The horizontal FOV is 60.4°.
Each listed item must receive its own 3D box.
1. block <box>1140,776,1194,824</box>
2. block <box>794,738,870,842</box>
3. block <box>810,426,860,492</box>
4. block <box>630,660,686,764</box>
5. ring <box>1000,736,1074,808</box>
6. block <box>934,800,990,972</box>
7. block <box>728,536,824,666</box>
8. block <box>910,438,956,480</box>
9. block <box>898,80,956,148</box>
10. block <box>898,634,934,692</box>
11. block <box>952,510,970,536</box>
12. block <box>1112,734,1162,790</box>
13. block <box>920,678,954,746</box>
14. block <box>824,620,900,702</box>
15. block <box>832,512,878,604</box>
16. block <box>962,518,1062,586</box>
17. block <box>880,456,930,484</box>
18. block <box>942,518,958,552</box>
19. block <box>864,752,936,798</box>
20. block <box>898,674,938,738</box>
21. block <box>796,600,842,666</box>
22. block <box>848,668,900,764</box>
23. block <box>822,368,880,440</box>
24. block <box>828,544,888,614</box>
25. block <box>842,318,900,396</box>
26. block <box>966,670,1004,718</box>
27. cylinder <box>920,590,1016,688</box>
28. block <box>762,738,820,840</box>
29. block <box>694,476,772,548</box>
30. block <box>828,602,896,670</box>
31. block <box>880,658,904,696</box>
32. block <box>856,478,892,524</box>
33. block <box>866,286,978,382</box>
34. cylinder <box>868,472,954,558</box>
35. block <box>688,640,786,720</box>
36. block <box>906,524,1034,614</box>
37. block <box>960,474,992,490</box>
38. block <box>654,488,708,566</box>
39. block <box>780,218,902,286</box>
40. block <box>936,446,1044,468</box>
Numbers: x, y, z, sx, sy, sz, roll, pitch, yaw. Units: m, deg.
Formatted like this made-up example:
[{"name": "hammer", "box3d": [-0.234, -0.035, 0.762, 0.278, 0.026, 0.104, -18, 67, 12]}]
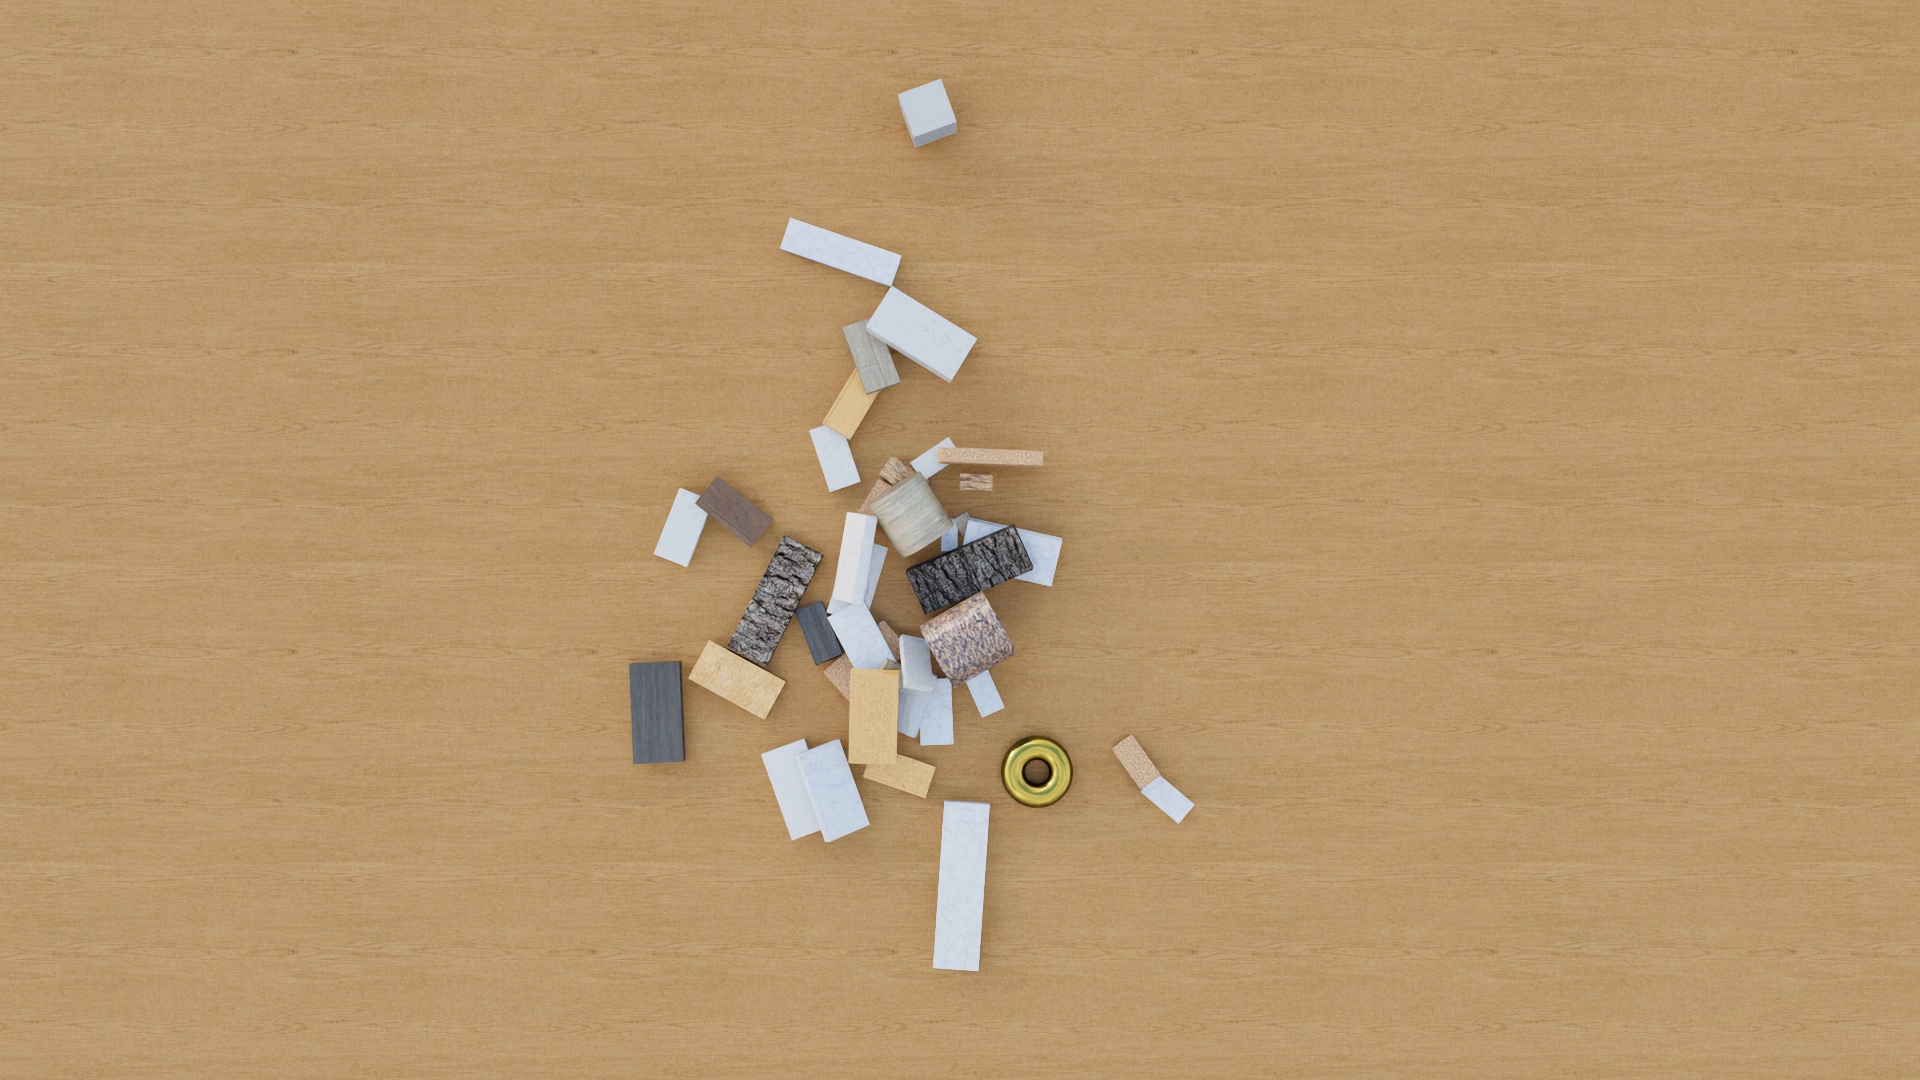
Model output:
[{"name": "block", "box3d": [0.689, 0.857, 5.488, 0.166, 0.023, 0.083, 40, 90, 0]}, {"name": "block", "box3d": [-0.422, 0.827, 5.449, 0.151, 0.043, 0.301, -20, 90, -25]}, {"name": "block", "box3d": [-0.415, -0.278, 5.485, 0.108, 0.030, 0.215, -19, 90, 0]}, {"name": "block", "box3d": [-1.005, 0.572, 5.477, 0.166, 0.047, 0.331, -2, 90, 0]}, {"name": "ring", "box3d": [0.255, 0.768, 5.461, 0.240, 0.080, 0.240, 0, 90, 1]}, {"name": "block", "box3d": [0.005, 1.146, 5.479, 0.151, 0.043, 0.551, 4, 90, 0]}, {"name": "block", "box3d": [-0.613, 0.202, 5.480, 0.144, 0.041, 0.415, 27, 90, 0]}, {"name": "block", "box3d": [-0.081, -0.268, 5.489, 0.153, 0.022, 0.076, -34, 90, 0]}, {"name": "block", "box3d": [-0.106, -1.402, 5.426, 0.148, 0.148, 0.148, -20, 90, 0]}, {"name": "block", "box3d": [-0.144, 0.404, 5.412, 0.096, 0.027, 0.193, 13, 48, -24]}, {"name": "block", "box3d": [0.027, -0.037, 5.478, 0.054, 0.015, 0.109, -29, 102, 6]}, {"name": "block", "box3d": [0.585, 0.737, 5.475, 0.083, 0.023, 0.166, -36, 81, 0]}, {"name": "block", "box3d": [-0.080, 0.570, 5.485, 0.109, 0.031, 0.219, -2, 90, 0]}, {"name": "block", "box3d": [-0.310, 0.401, 5.481, 0.264, 0.037, 0.132, -41, 90, 0]}, {"name": "block", "box3d": [-0.344, 0.059, 5.390, 0.041, 0.144, 0.289, 10, 90, -30]}, {"name": "block", "box3d": [0.166, 0.039, 5.458, 0.316, 0.045, 0.158, 13, 105, 0]}, {"name": "block", "box3d": [-0.185, -0.206, 5.476, 0.153, 0.022, 0.076, 35, 111, 0]}, {"name": "block", "box3d": [-0.035, -0.017, 5.492, 0.054, 0.015, 0.109, 1, 90, 0]}, {"name": "block", "box3d": [-0.201, 0.769, 5.485, 0.219, 0.031, 0.109, 19, 90, 0]}, {"name": "block", "box3d": [-0.162, 0.532, 5.460, 0.109, 0.031, 0.219, 20, 96, 15]}, {"name": "block", "box3d": [-0.467, 0.308, 5.468, 0.096, 0.027, 0.193, -22, 79, 0]}, {"name": "block", "box3d": [-0.282, 0.579, 5.403, 0.158, 0.045, 0.316, 2, 106, 0]}, {"name": "block", "box3d": [-0.355, -0.450, 5.466, 0.108, 0.030, 0.215, 30, 80, 0]}, {"name": "block", "box3d": [-0.340, 0.133, 5.481, 0.132, 0.037, 0.264, 17, 90, 0]}, {"name": "block", "box3d": [-0.294, -0.610, 5.462, 0.118, 0.033, 0.236, -20, 84, -10]}, {"name": "block", "box3d": [0.077, 0.498, 5.488, 0.083, 0.023, 0.166, -24, 90, 0]}, {"name": "cylinder", "box3d": [0.027, 0.324, 5.383, 0.235, 0.235, 0.235, -30, 90, 0]}, {"name": "block", "box3d": [-0.536, 0.827, 5.479, 0.151, 0.043, 0.301, -20, 90, 0]}, {"name": "block", "box3d": [-0.748, -0.094, 5.463, 0.236, 0.033, 0.118, 39, 87, -9]}, {"name": "block", "box3d": [-0.317, 0.340, 5.444, 0.132, 0.037, 0.264, -28, 90, 0]}, {"name": "block", "box3d": [-0.246, 0.489, 5.425, 0.096, 0.027, 0.193, 26, 105, -20]}, {"name": "block", "box3d": [-0.278, -0.120, 5.489, 0.076, 0.022, 0.153, 32, 90, 0]}, {"name": "block", "box3d": [-0.129, -0.679, 5.454, 0.331, 0.047, 0.166, 31, 78, -2]}, {"name": "cylinder", "box3d": [-0.161, -0.083, 5.386, 0.206, 0.206, 0.206, -32, 97, 0]}, {"name": "block", "box3d": [-0.739, 0.463, 5.480, 0.289, 0.041, 0.144, 29, 90, 0]}, {"name": "block", "box3d": [0.031, 0.097, 5.434, 0.389, 0.045, 0.158, -23, 102, 8]}, {"name": "block", "box3d": [0.054, -0.193, 5.492, 0.109, 0.015, 0.054, 1, 90, 0]}, {"name": "block", "box3d": [-0.918, -0.042, 5.483, 0.118, 0.033, 0.236, 22, 90, 0]}, {"name": "block", "box3d": [-0.396, -0.955, 5.485, 0.390, 0.030, 0.108, 19, 90, 0]}, {"name": "block", "box3d": [0.096, -0.271, 5.403, 0.331, 0.166, 0.047, 2, 90, -5]}]
